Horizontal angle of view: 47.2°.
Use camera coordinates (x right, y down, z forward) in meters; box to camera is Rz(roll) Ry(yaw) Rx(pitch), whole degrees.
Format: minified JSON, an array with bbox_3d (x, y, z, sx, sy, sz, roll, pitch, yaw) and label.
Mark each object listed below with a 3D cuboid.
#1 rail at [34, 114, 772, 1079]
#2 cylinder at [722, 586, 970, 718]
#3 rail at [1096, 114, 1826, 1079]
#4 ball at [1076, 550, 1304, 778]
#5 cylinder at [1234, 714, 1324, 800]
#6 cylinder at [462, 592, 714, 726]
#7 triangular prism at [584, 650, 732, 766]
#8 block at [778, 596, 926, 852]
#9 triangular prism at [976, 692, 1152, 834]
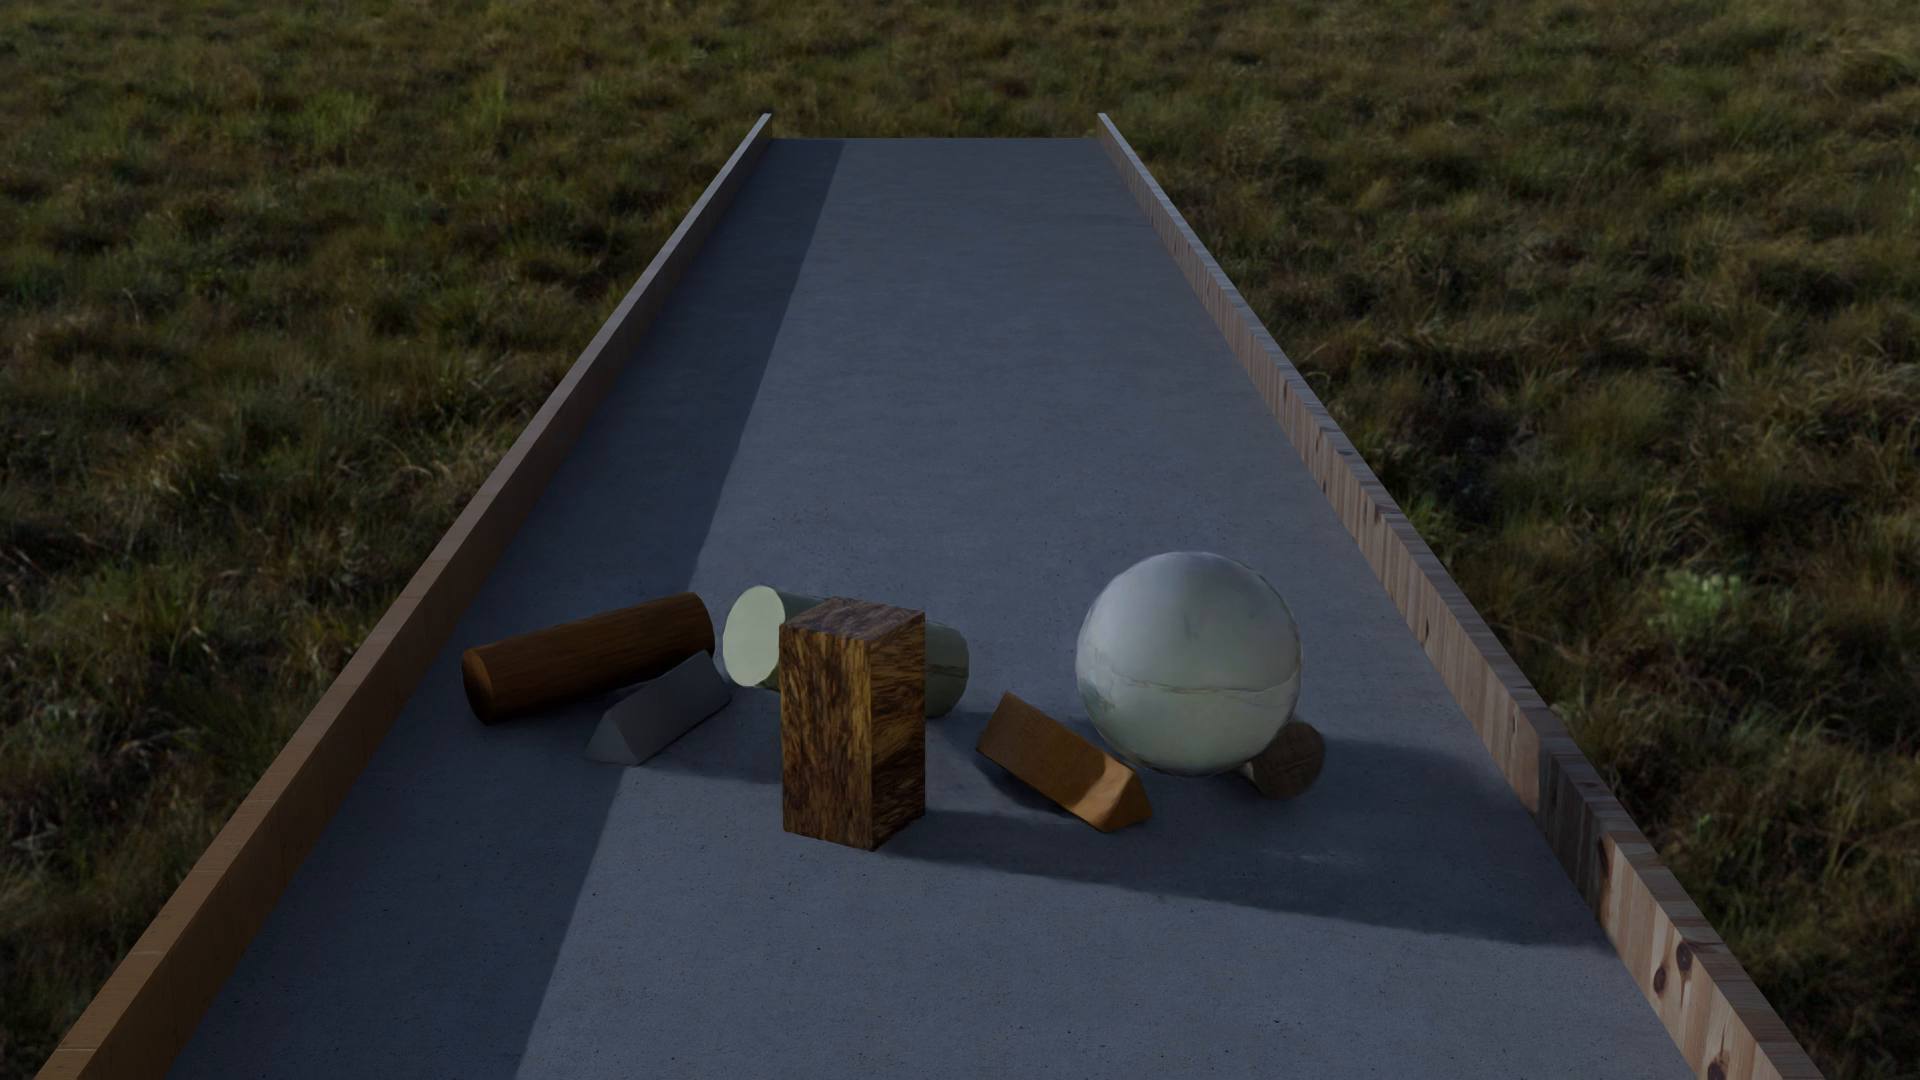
[{"bbox_3d":[-1.118,-0.838,7.780,0.050,0.150,12.000,0,17,-1],"label":"rail"},{"bbox_3d":[-0.201,0.205,3.967,0.432,0.178,0.178,14,4,-41],"label":"cylinder"},{"bbox_3d":[0.932,-0.844,7.801,0.050,0.150,12.000,0,17,-1],"label":"rail"},{"bbox_3d":[0.373,0.201,3.580,0.371,0.371,0.371,0,17,0],"label":"ball"},{"bbox_3d":[0.486,0.321,3.874,0.141,0.141,0.355,-7,20,-23],"label":"cylinder"},{"bbox_3d":[-0.702,0.221,4.178,0.456,0.147,0.147,-15,22,-32],"label":"cylinder"},{"bbox_3d":[-0.552,0.300,4.038,0.111,0.096,0.352,6,18,22],"label":"triangular prism"},{"bbox_3d":[-0.174,0.298,3.598,0.171,0.357,0.171,9,19,28],"label":"block"},{"bbox_3d":[0.180,0.366,3.728,0.116,0.100,0.323,-14,30,-38],"label":"triangular prism"}]
